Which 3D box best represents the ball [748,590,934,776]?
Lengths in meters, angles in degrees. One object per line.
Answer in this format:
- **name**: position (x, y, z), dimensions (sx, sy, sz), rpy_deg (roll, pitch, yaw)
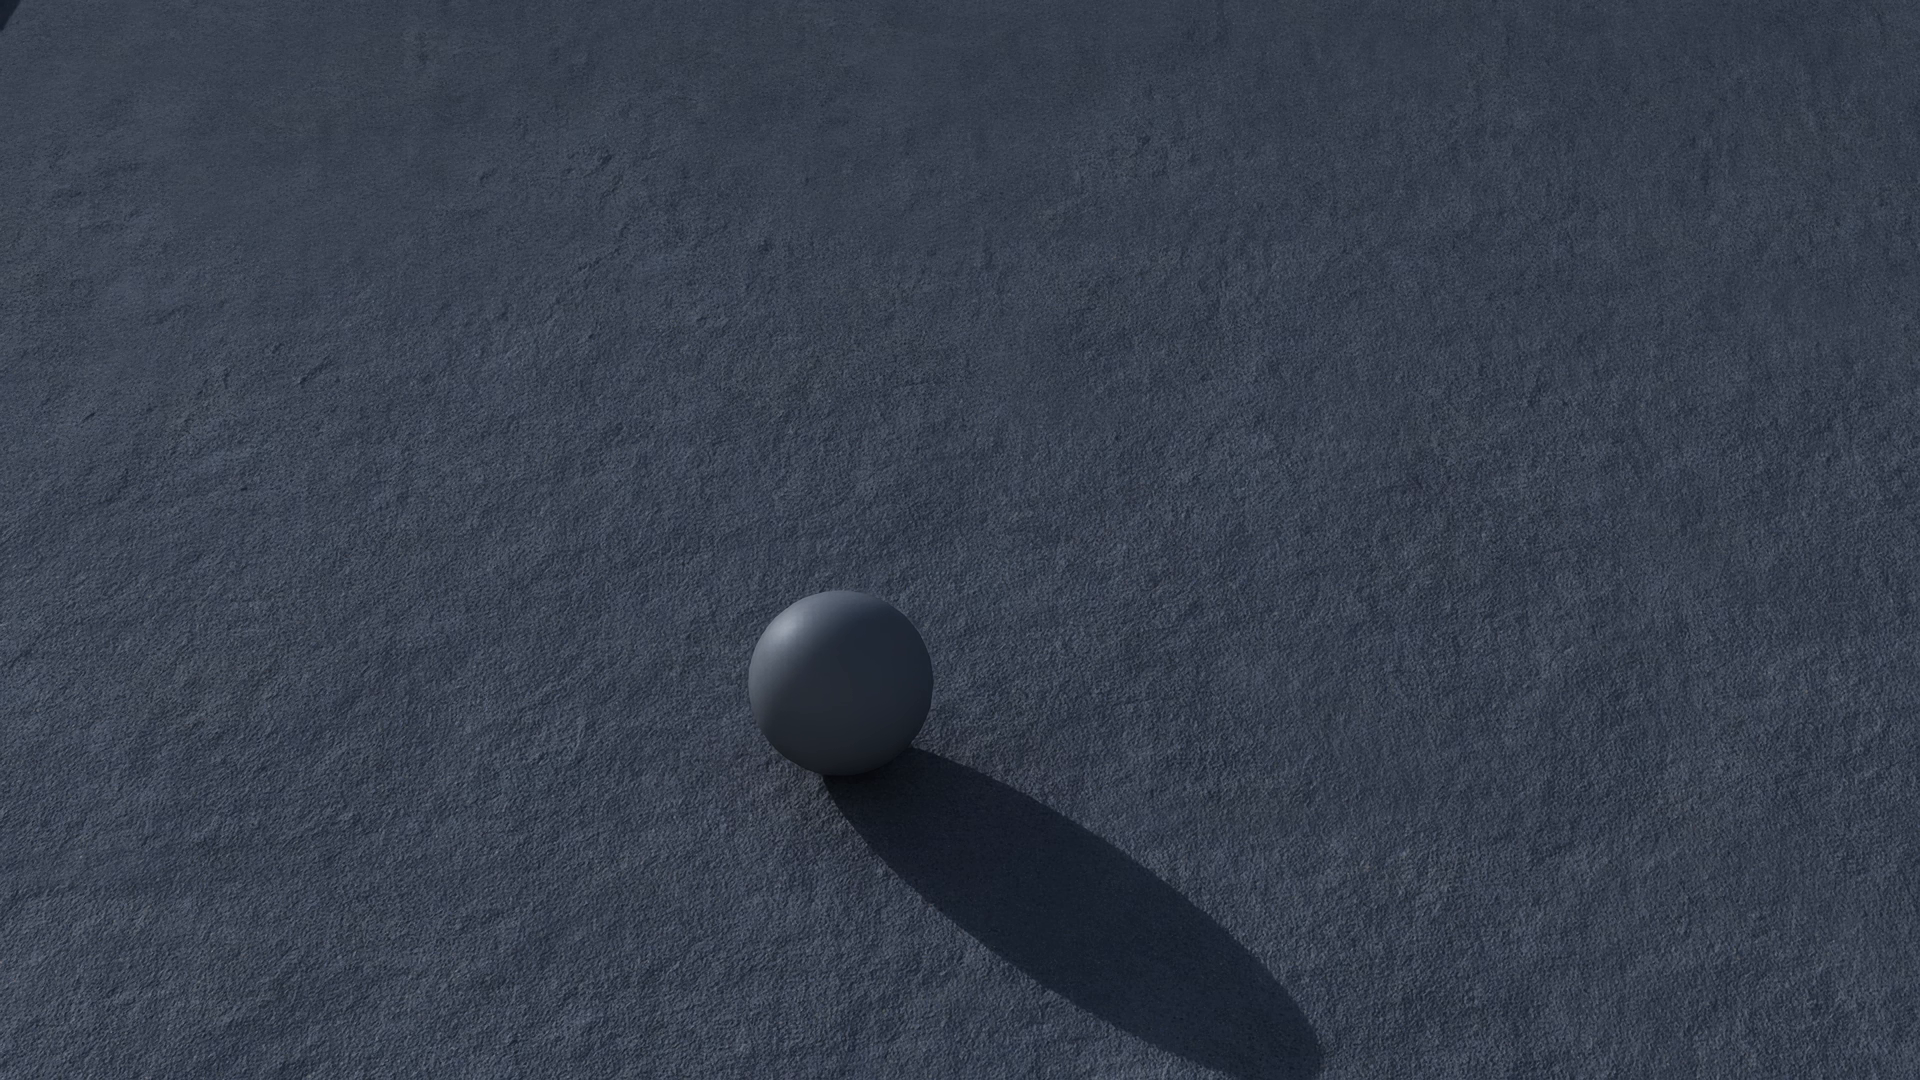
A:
- **ball**: position (-0.064, 0.076, 1.370), dimensions (0.099, 0.099, 0.099), rpy_deg (0, 37, 0)
